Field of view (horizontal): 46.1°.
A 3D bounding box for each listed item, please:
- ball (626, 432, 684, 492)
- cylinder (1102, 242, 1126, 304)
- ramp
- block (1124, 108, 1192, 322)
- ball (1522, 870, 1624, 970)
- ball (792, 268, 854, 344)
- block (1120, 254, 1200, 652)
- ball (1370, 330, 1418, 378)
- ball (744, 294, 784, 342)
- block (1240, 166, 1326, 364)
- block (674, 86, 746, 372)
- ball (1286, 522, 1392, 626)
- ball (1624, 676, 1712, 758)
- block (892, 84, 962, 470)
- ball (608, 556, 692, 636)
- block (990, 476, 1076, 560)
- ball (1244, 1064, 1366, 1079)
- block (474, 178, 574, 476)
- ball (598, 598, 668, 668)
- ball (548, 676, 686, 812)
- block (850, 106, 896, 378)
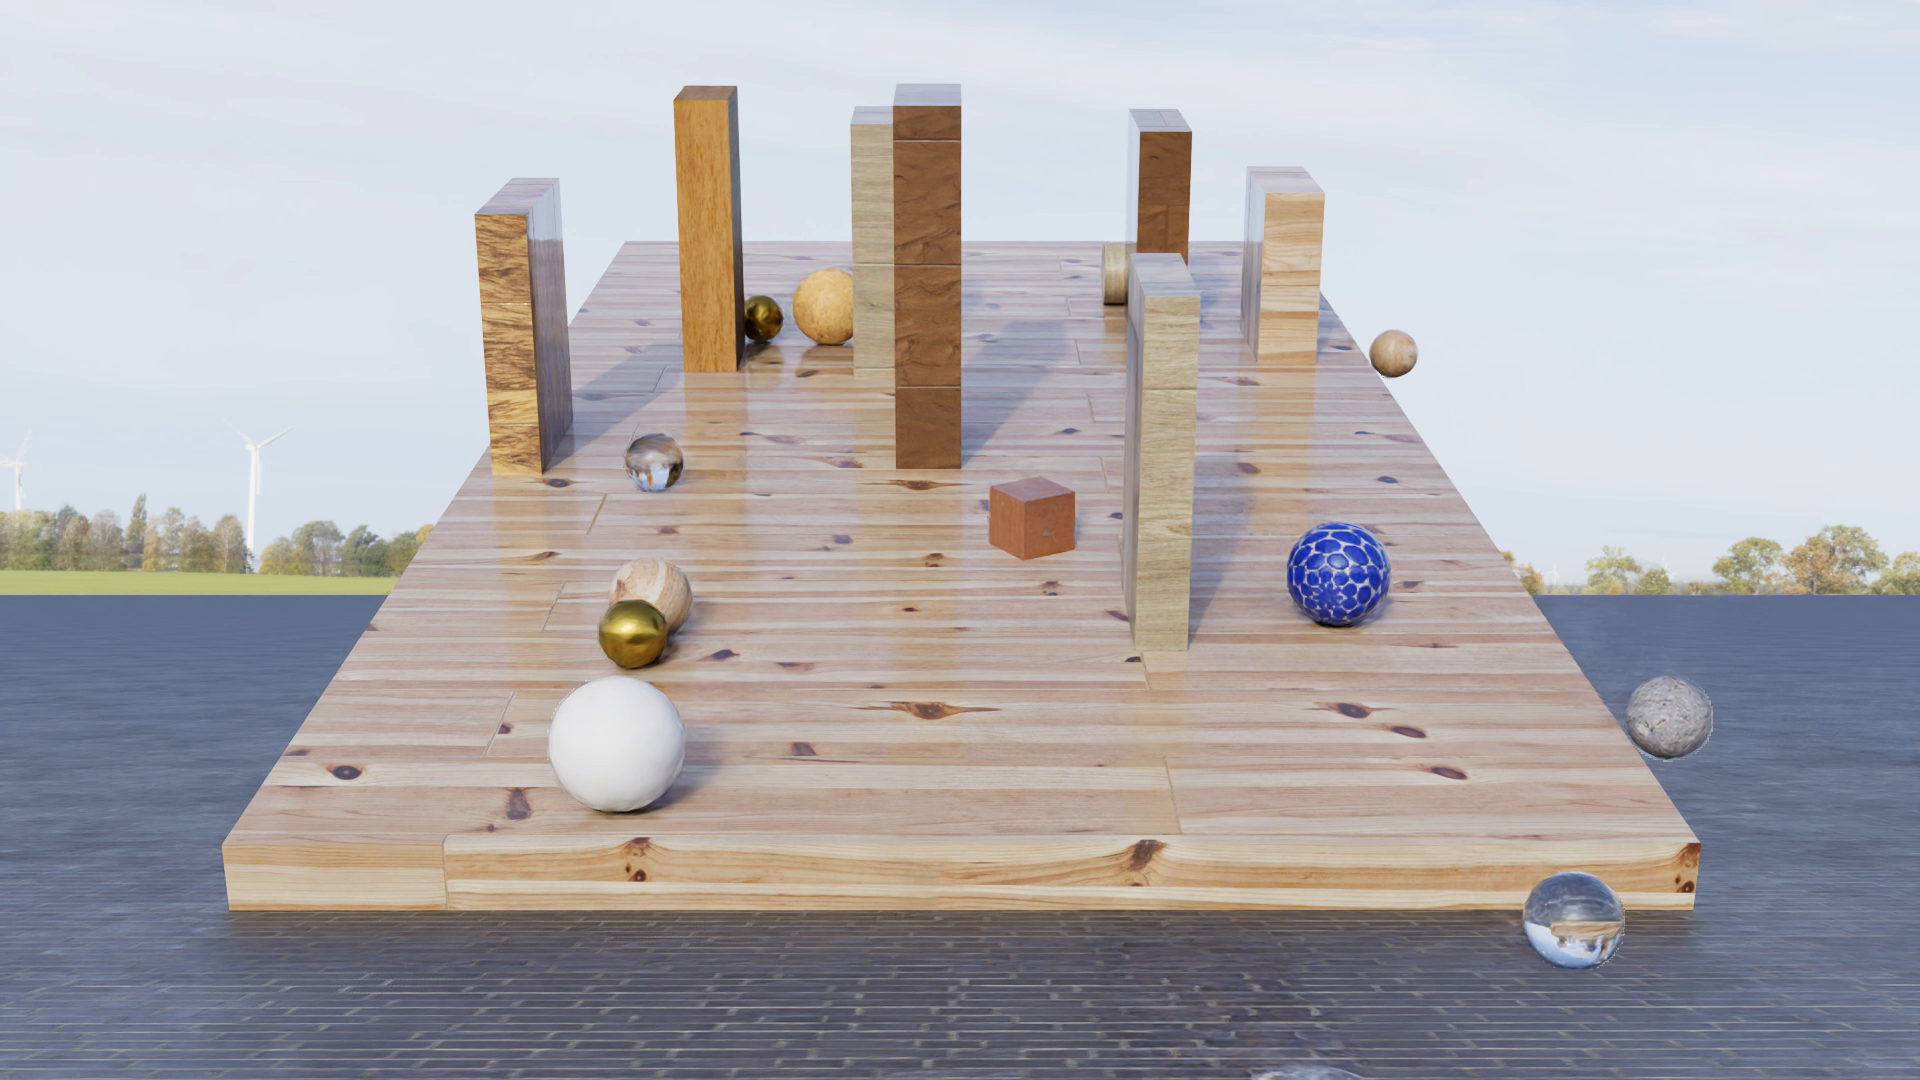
[{"bbox_3d":[-0.608,-0.156,4.495,0.117,0.117,0.117,0,-1,0],"label":"ball"},{"bbox_3d":[0.464,-0.714,6.032,0.162,0.162,0.162,0,-1,0],"label":"cylinder"},{"bbox_3d":[-0.004,-0.200,4.953,2.000,0.100,4.000,0,19,0],"label":"ramp"},{"bbox_3d":[0.498,-0.800,5.719,0.127,0.530,0.373,0,19,0],"label":"block"},{"bbox_3d":[0.710,0.440,2.611,0.113,0.113,0.113,0,-1,0],"label":"ball"},{"bbox_3d":[-0.323,-0.581,5.607,0.189,0.189,0.189,0,-1,0],"label":"ball"},{"bbox_3d":[0.330,-0.151,3.760,0.086,0.595,0.325,0,19,0],"label":"block"},{"bbox_3d":[1.102,-0.474,5.731,0.123,0.123,0.123,0,-1,0],"label":"ball"},{"bbox_3d":[-0.499,-0.555,5.641,0.116,0.116,0.116,0,-1,0],"label":"ball"},{"bbox_3d":[0.790,-0.682,5.556,0.141,0.416,0.363,0,19,0],"label":"block"},{"bbox_3d":[-0.595,-0.744,5.385,0.126,0.642,0.243,0,19,0],"label":"block"},{"bbox_3d":[0.638,0.056,3.803,0.175,0.175,0.175,0,-1,0],"label":"ball"},{"bbox_3d":[1.045,0.261,3.328,0.122,0.122,0.122,0,-1,0],"label":"ball"},{"bbox_3d":[-0.065,-0.548,4.672,0.135,0.743,0.312,0,19,0],"label":"block"},{"bbox_3d":[-0.513,0.096,3.740,0.138,0.138,0.138,0,-1,0],"label":"ball"},{"bbox_3d":[0.134,-0.041,4.174,0.113,0.113,0.113,-12,23,-31],"label":"block"},{"bbox_3d":[0.209,0.392,1.350,0.154,0.154,0.154,0,-1,0],"label":"ball"},{"bbox_3d":[-0.905,-0.453,4.708,0.101,0.537,0.408,0,19,0],"label":"block"},{"bbox_3d":[-0.526,0.150,3.629,0.111,0.111,0.111,0,-1,0],"label":"ball"},{"bbox_3d":[-0.475,0.283,3.128,0.189,0.189,0.189,0,-1,0],"label":"ball"},{"bbox_3d":[-0.201,-0.709,5.352,0.098,0.598,0.278,0,19,0],"label":"block"}]
